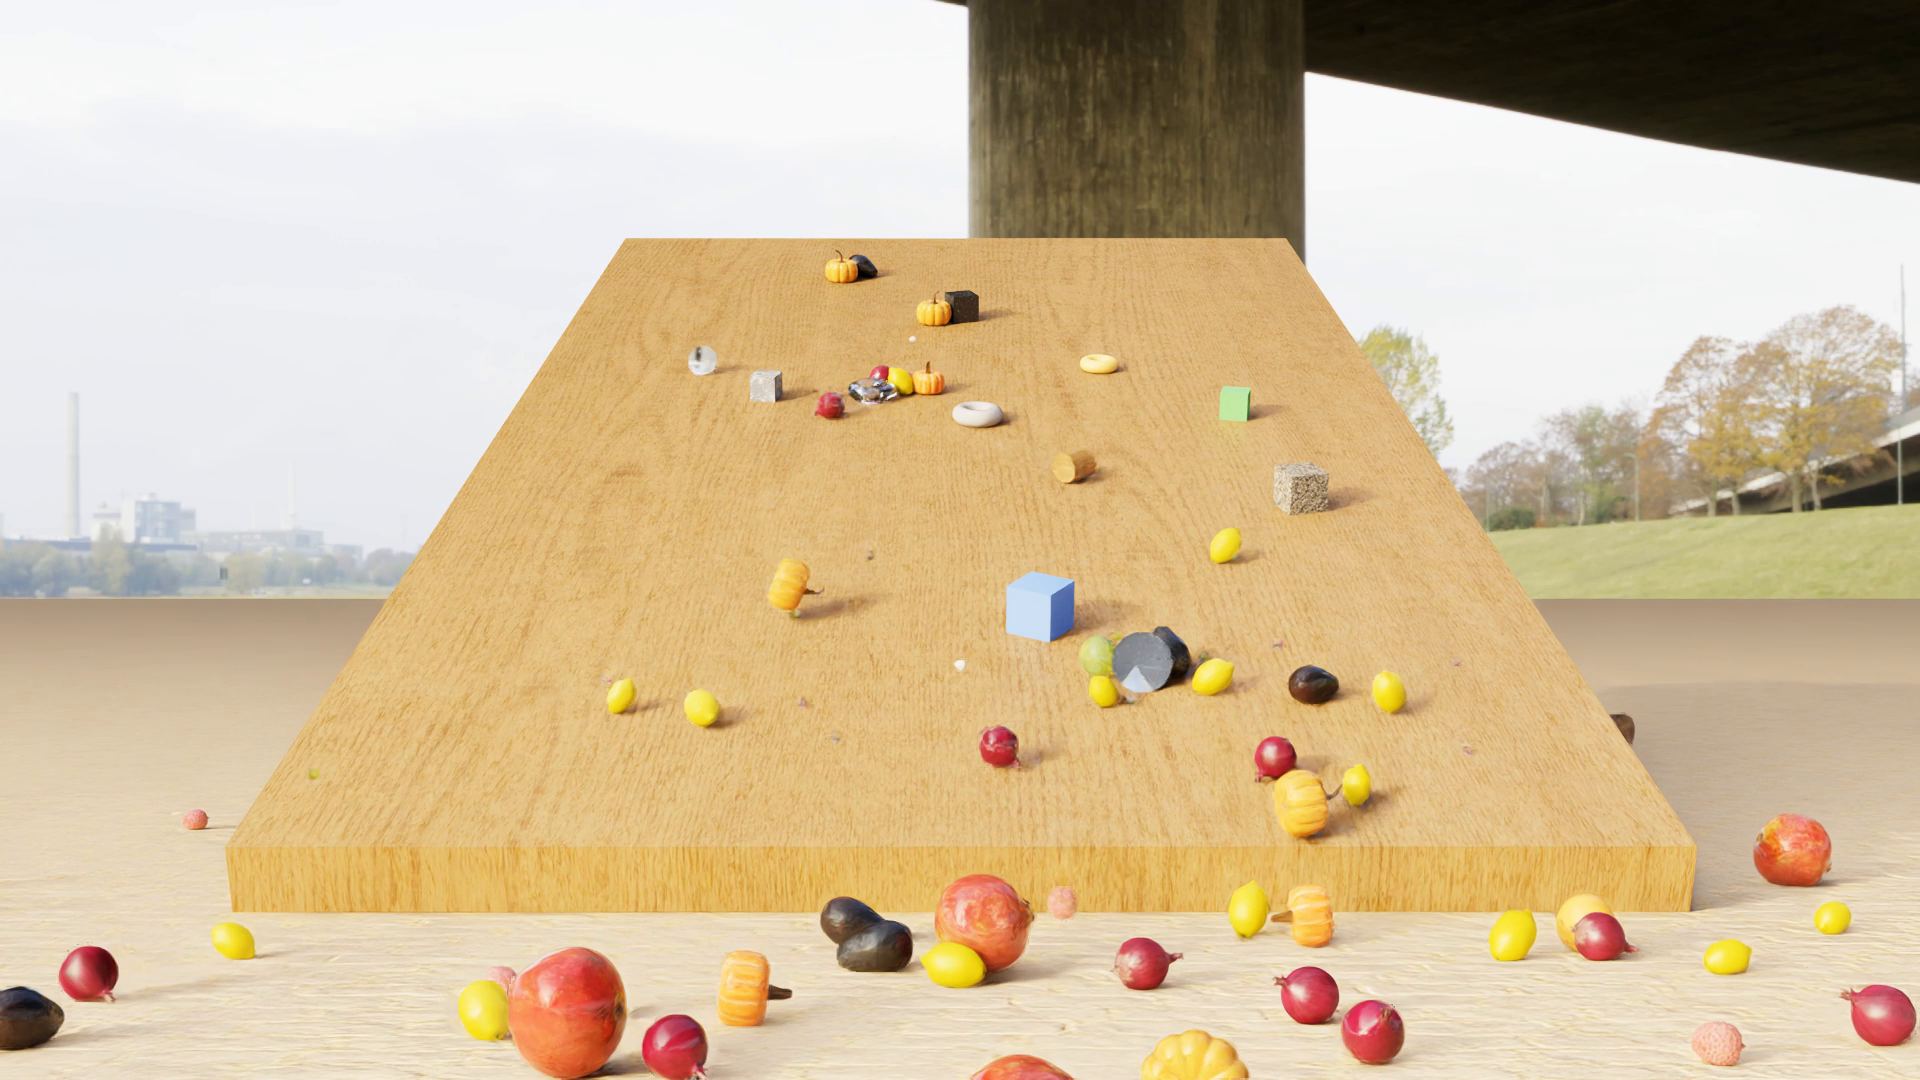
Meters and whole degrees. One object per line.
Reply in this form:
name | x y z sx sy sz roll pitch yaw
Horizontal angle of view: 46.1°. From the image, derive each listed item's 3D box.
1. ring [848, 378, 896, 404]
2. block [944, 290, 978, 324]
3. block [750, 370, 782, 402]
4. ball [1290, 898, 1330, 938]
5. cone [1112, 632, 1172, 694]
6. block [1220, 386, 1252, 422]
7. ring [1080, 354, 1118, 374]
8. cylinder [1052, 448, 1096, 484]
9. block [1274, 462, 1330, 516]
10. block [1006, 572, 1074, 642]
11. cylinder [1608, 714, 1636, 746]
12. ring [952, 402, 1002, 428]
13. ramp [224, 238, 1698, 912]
ring | -0.201 -0.340 5.155 0.111 0.037 0.111 0 21 0
block | 0.004 -0.605 5.857 0.069 0.069 0.069 -7 21 -19
block | -0.442 -0.352 5.153 0.058 0.058 0.058 5 20 13
ball | 0.443 0.480 2.863 0.050 0.050 0.050 0 -1 0
cone | 0.283 0.200 3.616 0.097 0.097 0.097 0 -7 -6
block | 0.611 -0.303 5.017 0.061 0.061 0.061 5 20 13
ring | 0.333 -0.420 5.395 0.092 0.031 0.092 1 19 0
cylinder | 0.232 -0.152 4.583 0.062 0.062 0.062 -18 11 -42
block | 0.667 -0.101 4.416 0.079 0.079 0.079 -6 20 -16
block | 0.136 0.112 3.803 0.084 0.084 0.084 12 22 29
cylinder | 1.819 0.536 6.324 0.099 0.099 0.099 1 1 -37
ring | 0.039 -0.277 4.978 0.112 0.037 0.112 1 19 0
ramp | -0.005 -0.202 4.969 2.000 0.100 4.000 0 19 0
